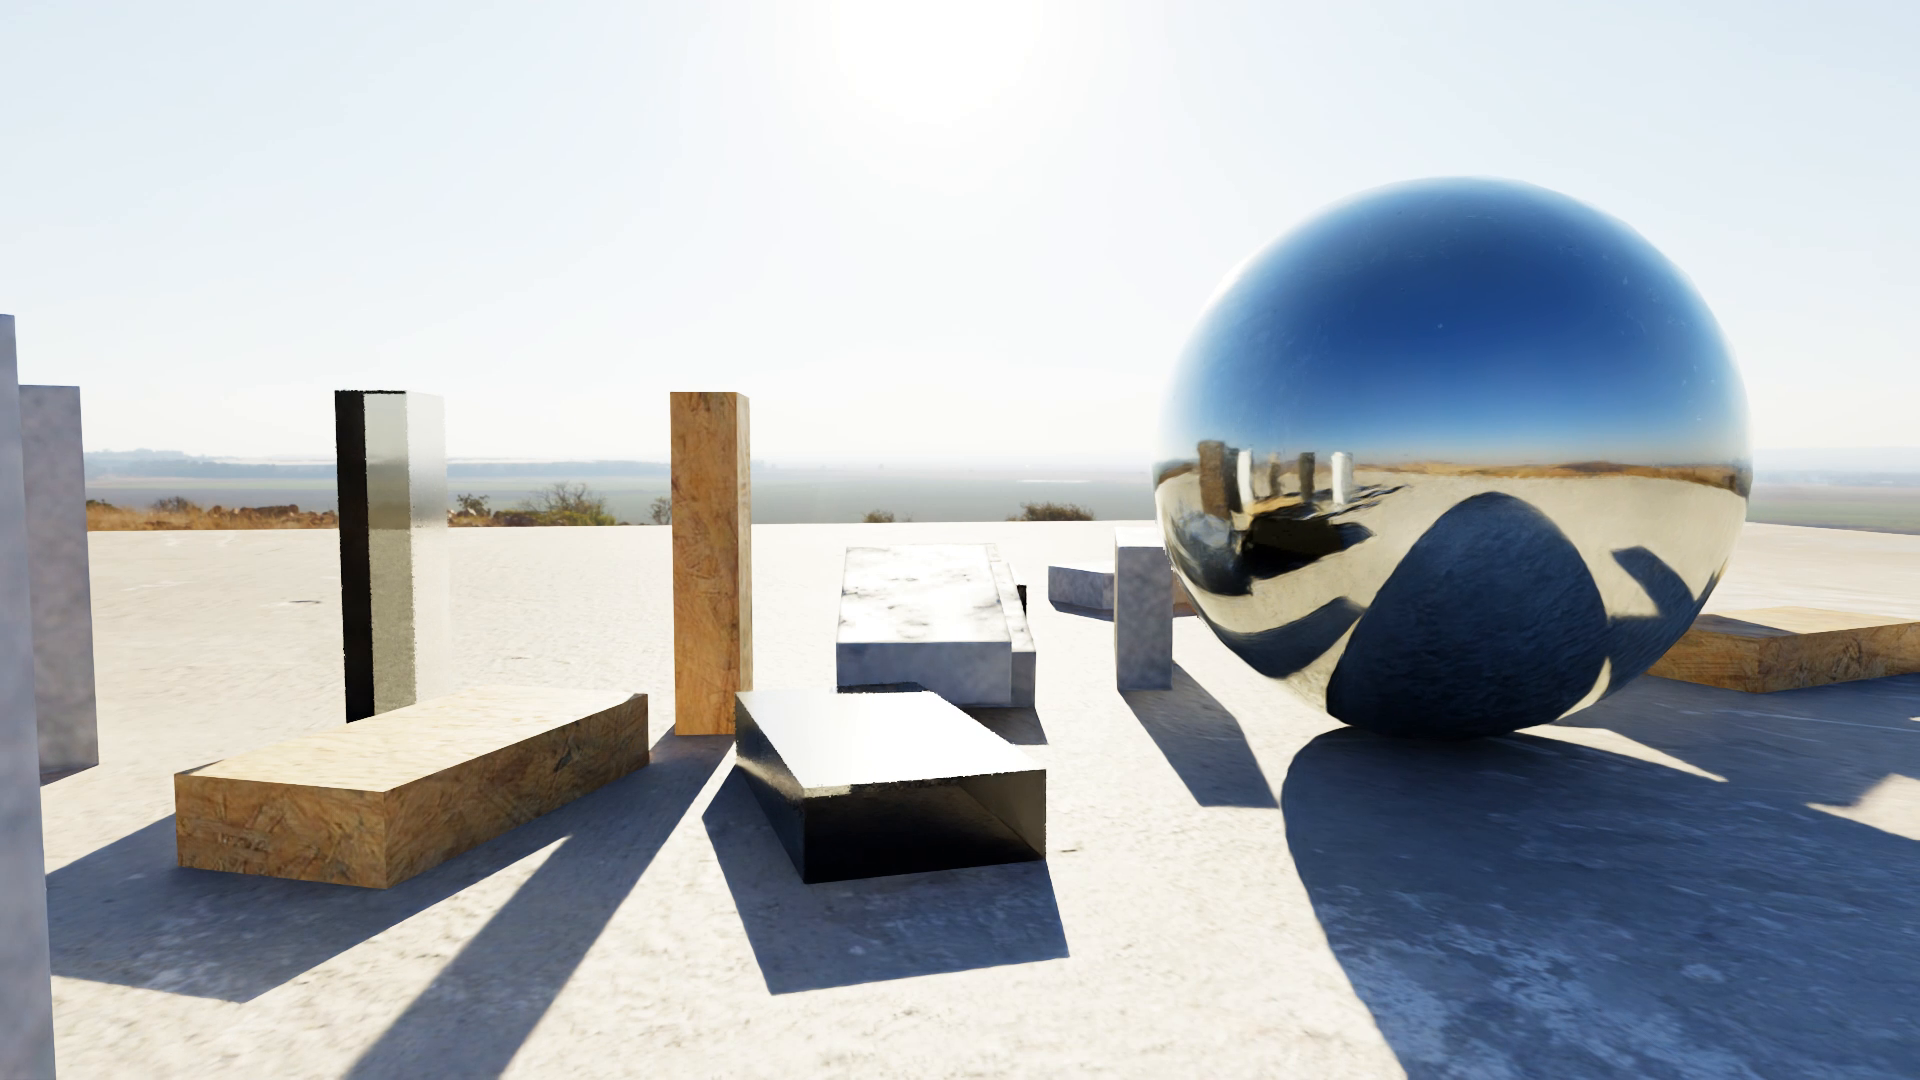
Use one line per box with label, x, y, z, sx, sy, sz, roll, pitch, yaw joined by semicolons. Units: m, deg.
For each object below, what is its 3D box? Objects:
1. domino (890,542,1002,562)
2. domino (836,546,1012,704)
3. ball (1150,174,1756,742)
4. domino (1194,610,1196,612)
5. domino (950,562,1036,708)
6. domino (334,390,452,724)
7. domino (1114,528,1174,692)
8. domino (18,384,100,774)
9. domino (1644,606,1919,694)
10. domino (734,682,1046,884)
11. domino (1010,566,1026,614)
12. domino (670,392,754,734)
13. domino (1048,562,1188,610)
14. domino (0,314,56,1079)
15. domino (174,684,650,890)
domino;-0.003;0.012;0.278;0.025;0.010;0.050;0;16;-3
domino;-0.006;0.012;0.207;0.025;0.009;0.050;0;16;-3
ball;0.068;-0.011;0.186;0.080;0.080;0.080;0;4;0
domino;0.070;-0.007;0.333;0.010;0.050;0.025;2;5;29
domino;-0.002;0.016;0.230;0.025;0.010;0.050;0;16;-3
domino;-0.085;0.003;0.193;0.010;0.050;0.025;-1;4;-11
domino;0.035;0.012;0.245;0.009;0.025;0.050;0;4;6
domino;-0.127;0.005;0.174;0.025;0.050;0.009;4;6;44
domino;0.153;0.020;0.241;0.050;0.010;0.025;-2;5;-26
domino;-0.011;0.027;0.151;0.025;0.010;0.050;-1;4;-17
domino;0.002;0.013;0.327;0.025;0.009;0.050;0;4;-2
domino;-0.038;0.003;0.199;0.009;0.050;0.025;0;4;-5
domino;0.052;0.011;0.353;0.050;0.009;0.025;-3;5;-31
domino;-0.064;0.013;0.067;0.010;0.050;0.025;2;5;21
domino;-0.060;0.027;0.150;0.025;0.009;0.050;1;4;16
